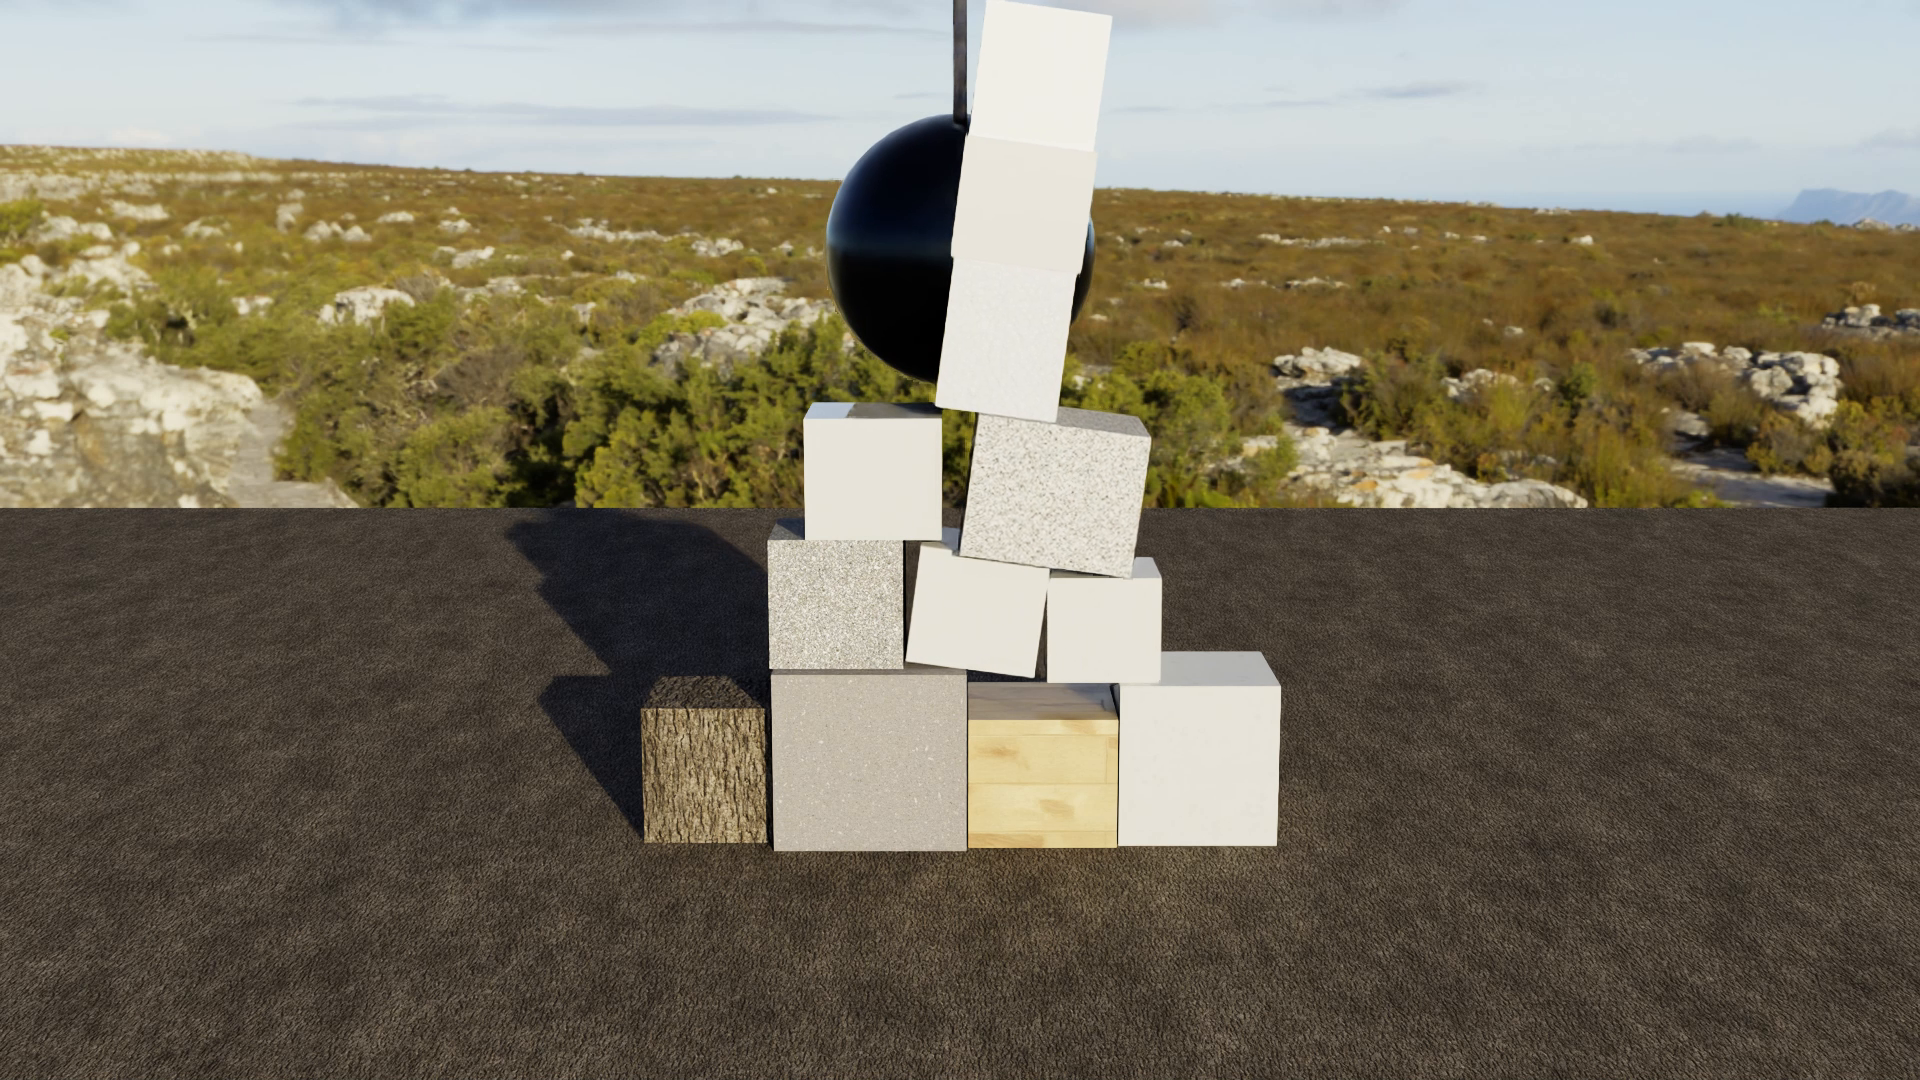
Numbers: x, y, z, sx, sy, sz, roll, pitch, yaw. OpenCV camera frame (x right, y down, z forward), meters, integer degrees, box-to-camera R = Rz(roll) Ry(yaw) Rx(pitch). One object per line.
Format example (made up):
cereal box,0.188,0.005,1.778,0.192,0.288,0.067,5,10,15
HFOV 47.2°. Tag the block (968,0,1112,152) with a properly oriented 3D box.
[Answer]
block,0.383,-2.266,10.774,0.601,0.641,0.623,7,10,-1

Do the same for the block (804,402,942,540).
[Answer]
block,-0.427,-0.356,11.131,0.674,0.603,0.667,0,10,0

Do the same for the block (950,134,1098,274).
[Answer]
block,0.306,-1.672,10.896,0.637,0.581,0.723,7,10,-1

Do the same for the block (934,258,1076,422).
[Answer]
block,0.220,-1.032,11.009,0.595,0.731,0.704,7,10,-1

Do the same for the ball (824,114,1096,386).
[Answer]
ball,0.000,-1.705,12.979,1.600,1.600,1.600,0,10,0

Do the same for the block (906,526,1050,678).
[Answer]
block,0.088,0.302,11.226,0.646,0.588,0.634,8,10,-1

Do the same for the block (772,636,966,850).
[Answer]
block,-0.450,1.032,11.357,0.963,0.905,0.879,0,10,0

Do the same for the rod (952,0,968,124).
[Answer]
rod,0.000,-4.633,11.251,0.080,5.200,0.080,0,31,0

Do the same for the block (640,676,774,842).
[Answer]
block,-1.269,1.128,11.403,0.656,0.700,0.675,0,10,0

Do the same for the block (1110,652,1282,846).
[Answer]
block,1.198,1.067,11.388,0.799,0.826,0.756,0,10,0

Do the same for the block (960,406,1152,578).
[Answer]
block,0.464,-0.284,11.111,0.844,0.697,0.834,8,10,-1

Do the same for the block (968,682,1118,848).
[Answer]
block,0.415,1.152,11.381,0.746,0.662,0.777,0,10,0

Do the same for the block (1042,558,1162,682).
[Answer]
block,0.720,0.402,11.247,0.567,0.532,0.562,0,10,0

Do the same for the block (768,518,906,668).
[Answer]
block,-0.616,0.265,11.228,0.666,0.652,0.641,0,10,0
